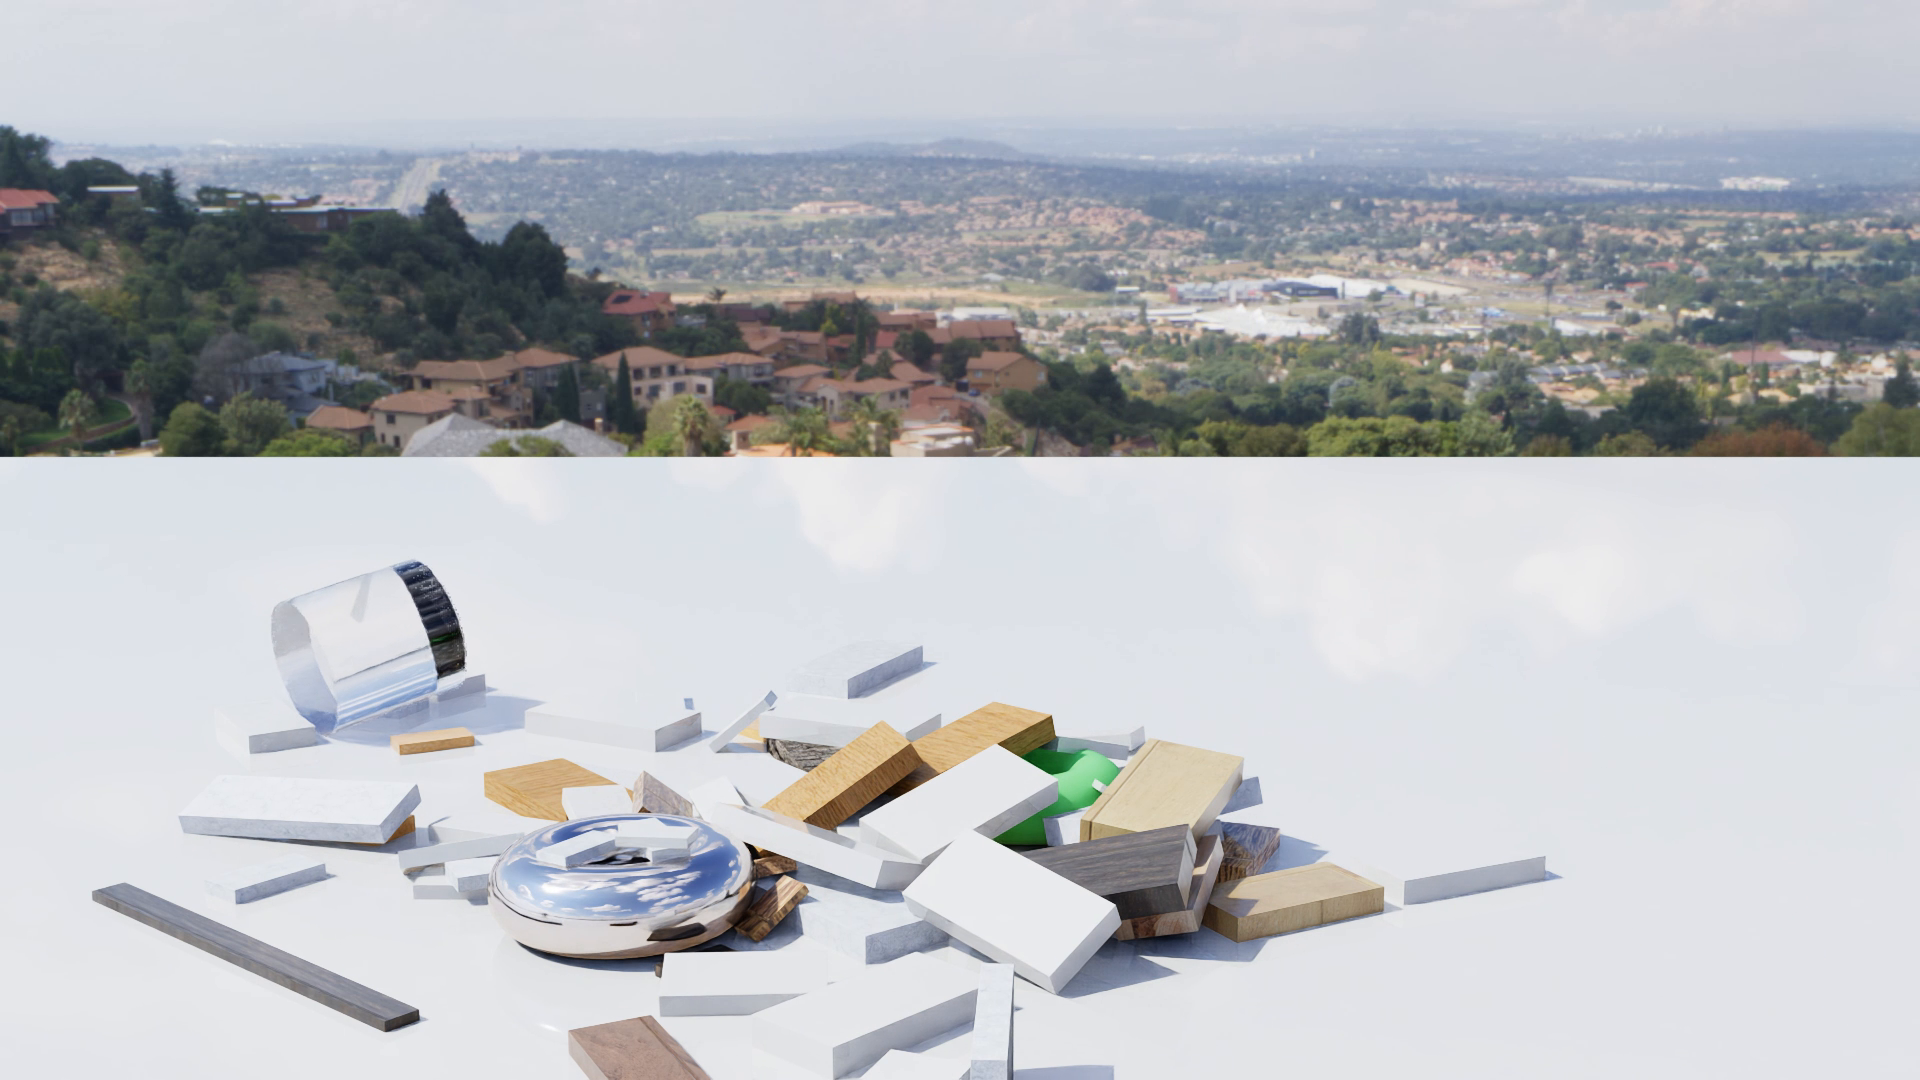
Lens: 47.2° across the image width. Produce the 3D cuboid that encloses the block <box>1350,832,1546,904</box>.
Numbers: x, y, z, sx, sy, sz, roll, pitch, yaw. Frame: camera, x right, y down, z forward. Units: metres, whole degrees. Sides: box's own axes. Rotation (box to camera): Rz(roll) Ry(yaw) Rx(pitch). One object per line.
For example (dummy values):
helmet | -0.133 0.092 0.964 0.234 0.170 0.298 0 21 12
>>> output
block | 0.830 0.556 3.738 0.294 0.042 0.147 -5 12 -25

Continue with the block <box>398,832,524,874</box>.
block | -0.845 0.533 3.742 0.209 0.030 0.104 -8 -11 -13

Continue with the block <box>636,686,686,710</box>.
block | -0.658 0.361 4.825 0.101 0.029 0.202 -2 11 -10

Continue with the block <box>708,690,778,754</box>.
block | -0.445 0.373 4.518 0.155 0.022 0.077 -40 4 11

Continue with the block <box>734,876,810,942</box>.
block | -0.299 0.585 3.490 0.117 0.017 0.058 -43 32 -25

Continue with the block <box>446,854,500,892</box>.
block | -0.763 0.551 3.676 0.176 0.025 0.088 -5 12 -26

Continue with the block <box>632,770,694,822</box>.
block | -0.534 0.489 3.957 0.111 0.031 0.222 37 4 -12

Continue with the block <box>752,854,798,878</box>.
block | -0.313 0.544 3.676 0.078 0.022 0.156 -11 -4 -6

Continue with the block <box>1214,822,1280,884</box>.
block | 0.470 0.544 3.825 0.117 0.033 0.235 4 11 22

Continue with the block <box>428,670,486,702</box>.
block | -1.229 0.318 5.030 0.273 0.039 0.136 8 13 36

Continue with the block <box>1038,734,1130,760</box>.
block | 0.215 0.387 4.146 0.101 0.029 0.202 6 -5 45

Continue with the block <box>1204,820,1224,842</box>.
block | 0.306 0.525 3.776 0.262 0.037 0.131 -11 0 -26

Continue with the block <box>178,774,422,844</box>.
block | -1.193 0.484 3.973 0.417 0.039 0.136 0 26 17

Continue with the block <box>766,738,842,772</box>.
block | -0.266 0.433 4.386 0.165 0.047 0.329 -4 11 -18

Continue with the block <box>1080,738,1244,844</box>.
block | 0.345 0.440 3.715 0.173 0.049 0.347 10 22 22

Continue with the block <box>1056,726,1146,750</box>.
block | 0.245 0.406 4.439 0.235 0.033 0.117 -5 2 18

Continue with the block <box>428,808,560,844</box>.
block | -0.836 0.523 3.950 0.209 0.030 0.104 4 11 22

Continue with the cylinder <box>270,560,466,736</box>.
cylinder | -1.261 0.226 4.687 0.296 0.296 0.296 -21 21 -36

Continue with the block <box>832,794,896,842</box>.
block | -0.143 0.499 3.890 0.165 0.047 0.329 3 17 -9

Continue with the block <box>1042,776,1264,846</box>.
block | 0.339 0.475 3.856 0.347 0.049 0.173 -11 0 -30

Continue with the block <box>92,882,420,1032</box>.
block | -1.104 0.633 3.389 0.826 0.017 0.058 9 14 40

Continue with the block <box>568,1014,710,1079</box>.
block | -0.432 0.706 2.951 0.120 0.034 0.240 -5 12 -26

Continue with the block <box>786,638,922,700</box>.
block | -0.242 0.297 5.122 0.161 0.046 0.375 5 12 25

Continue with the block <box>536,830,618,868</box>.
block | -0.594 0.483 3.437 0.063 0.018 0.125 5 12 35

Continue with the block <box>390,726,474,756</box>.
block | -1.091 0.415 4.549 0.155 0.022 0.077 -5 12 -27

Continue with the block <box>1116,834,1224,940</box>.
block | 0.338 0.558 3.548 0.131 0.037 0.262 -11 16 19

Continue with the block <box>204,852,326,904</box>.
block | -1.170 0.570 3.709 0.088 0.025 0.175 8 13 38

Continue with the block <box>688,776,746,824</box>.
block | -0.441 0.487 4.030 0.078 0.022 0.156 -22 26 -14

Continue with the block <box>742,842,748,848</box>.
block | -0.382 0.507 3.858 0.058 0.017 0.117 -33 19 -6

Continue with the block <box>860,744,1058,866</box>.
block | 0.000 0.464 3.785 0.324 0.044 0.155 -25 37 -37

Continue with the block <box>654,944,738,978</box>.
block | -0.392 0.644 3.330 0.125 0.018 0.063 -10 15 -43

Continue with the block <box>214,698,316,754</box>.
block | -1.467 0.391 4.636 0.136 0.039 0.273 -7 12 -32

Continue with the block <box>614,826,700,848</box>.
block | -0.472 0.463 3.429 0.117 0.017 0.059 0 10 11

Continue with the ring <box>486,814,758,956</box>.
ring | -0.538 0.548 3.513 0.428 0.143 0.428 -1 9 0

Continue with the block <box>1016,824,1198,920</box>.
block | 0.191 0.540 3.457 0.346 0.049 0.173 -12 21 17

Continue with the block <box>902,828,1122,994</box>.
block | 0.077 0.563 3.359 0.310 0.044 0.155 22 53 40

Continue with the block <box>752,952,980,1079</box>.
block | -0.118 0.669 3.115 0.163 0.046 0.327 10 14 42

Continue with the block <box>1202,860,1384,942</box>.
block | 0.527 0.586 3.575 0.294 0.042 0.147 -6 12 -29

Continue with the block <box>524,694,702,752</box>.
block | -0.733 0.384 4.646 0.335 0.047 0.167 5 12 27

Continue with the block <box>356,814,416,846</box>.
block | -1.107 0.514 3.999 0.209 0.030 0.104 5 12 27

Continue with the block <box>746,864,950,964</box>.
block | -0.184 0.593 3.526 0.163 0.046 0.327 -8 13 -38

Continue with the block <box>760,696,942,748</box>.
block | -0.222 0.374 4.450 0.329 0.047 0.165 5 12 24

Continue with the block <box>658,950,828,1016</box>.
block | -0.314 0.647 3.215 0.240 0.034 0.120 -1 20 -3

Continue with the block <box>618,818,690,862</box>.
block | -0.484 0.473 3.475 0.063 0.018 0.169 -6 11 -26

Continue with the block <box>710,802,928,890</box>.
block | -0.234 0.506 3.626 0.327 0.046 0.163 15 -4 27

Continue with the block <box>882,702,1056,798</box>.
block | 0.002 0.385 3.995 0.321 0.046 0.161 -24 21 -37

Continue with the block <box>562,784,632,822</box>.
block | -0.625 0.504 3.894 0.111 0.031 0.222 -1 23 -24

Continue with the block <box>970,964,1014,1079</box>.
block | 0.043 0.672 2.805 0.044 0.155 0.311 1 11 3

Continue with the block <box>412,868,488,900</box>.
block | -0.816 0.575 3.681 0.176 0.025 0.088 0 11 1

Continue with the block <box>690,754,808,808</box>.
block | -0.350 0.478 4.141 0.167 0.047 0.335 -8 13 -36

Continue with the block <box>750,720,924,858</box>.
block | -0.231 0.447 3.872 0.321 0.046 0.161 -35 20 -11

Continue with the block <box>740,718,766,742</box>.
block | -0.399 0.402 4.621 0.077 0.022 0.155 -9 14 -41

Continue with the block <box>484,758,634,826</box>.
block | -0.740 0.482 4.120 0.167 0.047 0.335 -8 13 -37

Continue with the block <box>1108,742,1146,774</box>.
block | 0.316 0.445 4.357 0.275 0.033 0.117 -7 12 -32

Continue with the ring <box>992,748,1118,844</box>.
ring | 0.124 0.462 4.033 0.363 0.121 0.363 -1 10 0

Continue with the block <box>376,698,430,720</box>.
block | -1.296 0.356 4.842 0.222 0.031 0.111 4 11 21

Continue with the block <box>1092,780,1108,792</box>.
block | 0.262 0.443 3.865 0.050 0.014 0.099 30 -3 -3

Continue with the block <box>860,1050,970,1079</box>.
block | -0.082 0.727 2.835 0.120 0.034 0.240 4 11 22
